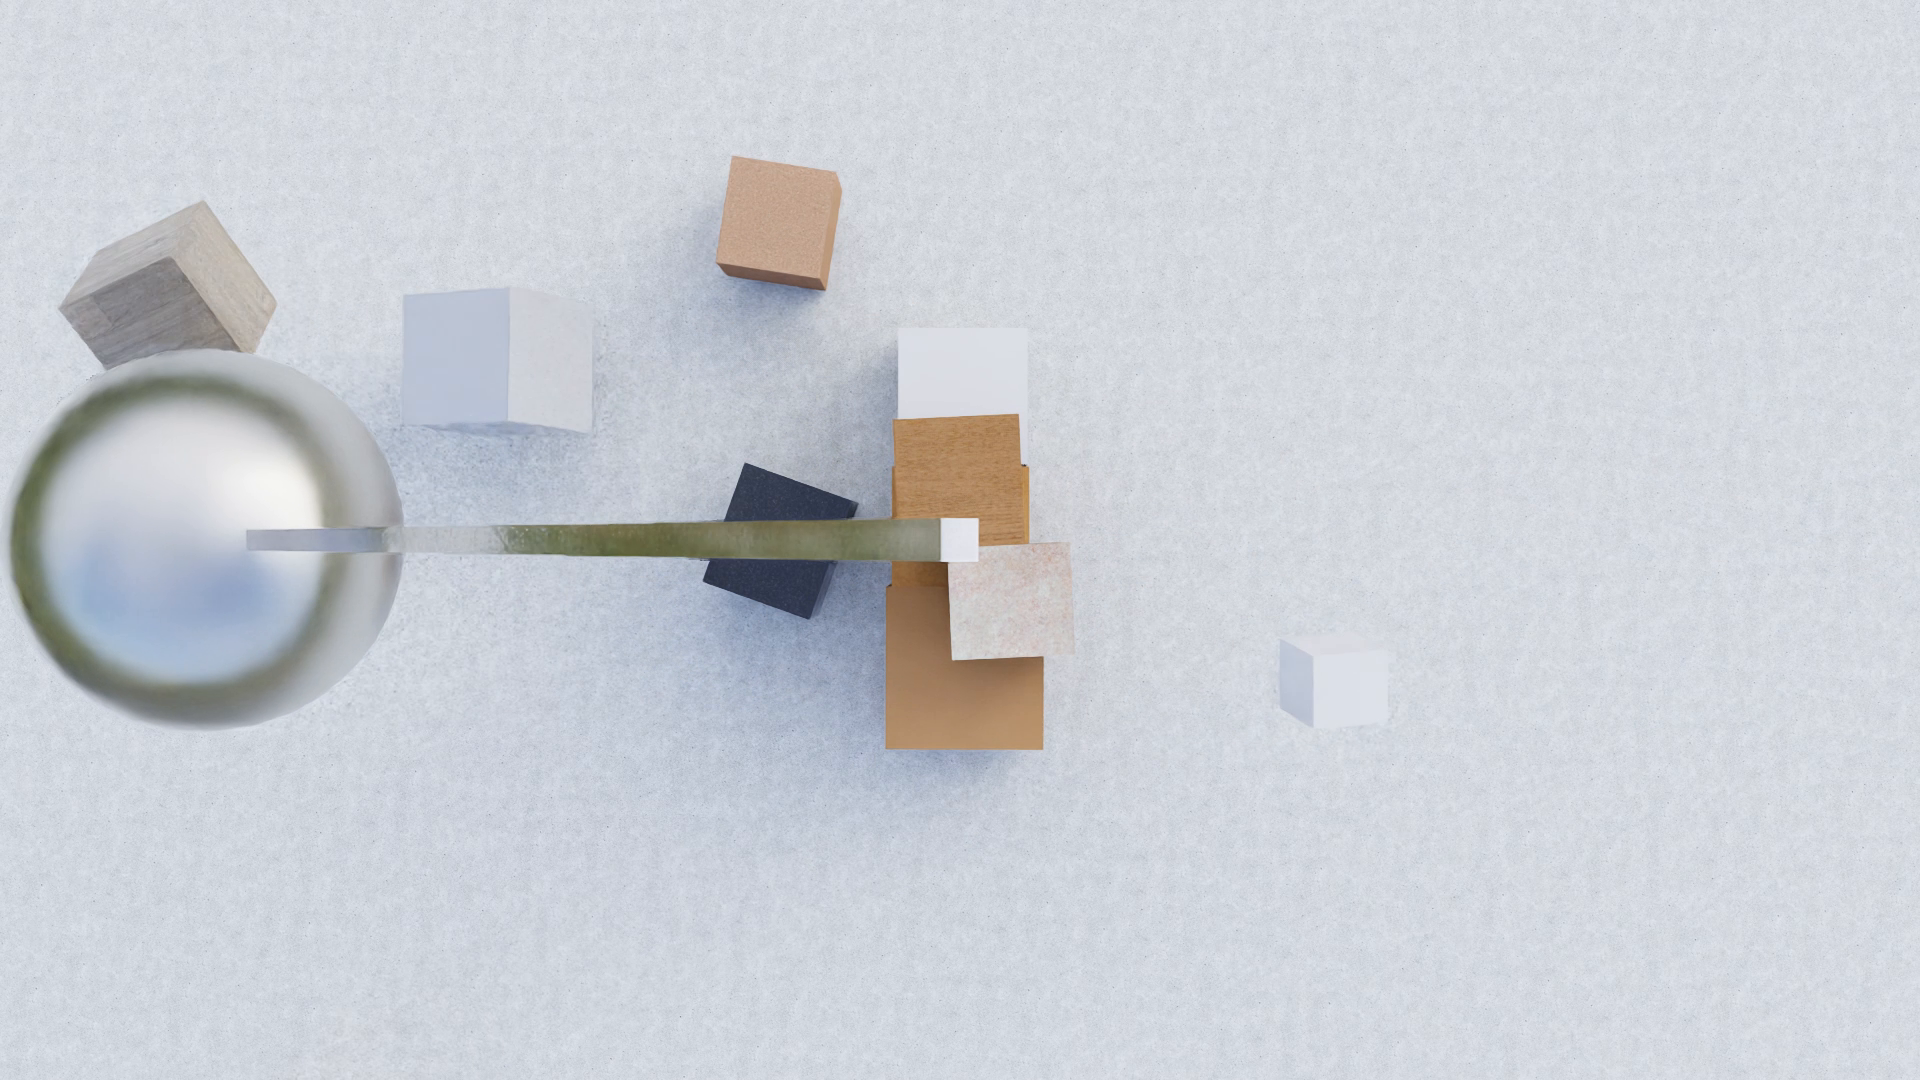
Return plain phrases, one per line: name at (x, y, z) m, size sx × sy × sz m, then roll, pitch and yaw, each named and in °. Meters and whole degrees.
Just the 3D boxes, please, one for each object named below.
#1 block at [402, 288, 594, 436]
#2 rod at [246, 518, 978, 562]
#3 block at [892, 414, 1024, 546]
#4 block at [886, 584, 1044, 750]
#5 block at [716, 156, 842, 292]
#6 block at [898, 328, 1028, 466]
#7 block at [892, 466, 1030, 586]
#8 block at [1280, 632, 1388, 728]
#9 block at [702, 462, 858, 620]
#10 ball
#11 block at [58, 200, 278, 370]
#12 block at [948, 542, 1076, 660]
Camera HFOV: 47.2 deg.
block at (-2.615, -0.996, 12.480) m, size 0.733 × 0.773 × 0.731 m, roll -1°, pitch 88°, yaw 26°
rod at (-1.358, 0.000, 6.273) m, size 0.080 × 5.200 × 0.080 m, roll 0°, pitch 90°, yaw -31°
block at (-0.006, -0.323, 11.907) m, size 0.666 × 0.640 × 0.690 m, roll -3°, pitch 93°, yaw 0°
block at (0.026, 0.715, 12.634) m, size 0.882 × 0.732 × 0.907 m, roll 0°, pitch 90°, yaw 0°
block at (-1.036, -1.816, 12.680) m, size 0.593 × 0.640 × 0.607 m, roll 9°, pitch 90°, yaw 0°
block at (0.017, -0.800, 12.611) m, size 0.719 × 0.778 × 0.759 m, roll 0°, pitch 90°, yaw 0°
block at (0.003, -0.075, 12.650) m, size 0.769 × 0.701 × 0.672 m, roll 0°, pitch 90°, yaw 0°
block at (1.960, 0.733, 11.560) m, size 0.410 × 0.463 × 0.385 m, roll -4°, pitch 100°, yaw -13°
block at (-1.016, 0.006, 12.606) m, size 0.633 × 0.788 × 0.704 m, roll 20°, pitch 90°, yaw 0°
ball at (-3.135, 0.000, 9.172) m, size 1.600 × 1.600 × 1.600 m, roll 0°, pitch 90°, yaw 0°
block at (-3.735, -1.110, 10.424) m, size 0.617 × 0.606 × 0.614 m, roll -22°, pitch 121°, yaw 12°
block at (0.270, 0.322, 11.933) m, size 0.650 × 0.668 × 0.593 m, roll -3°, pitch 90°, yaw 0°
